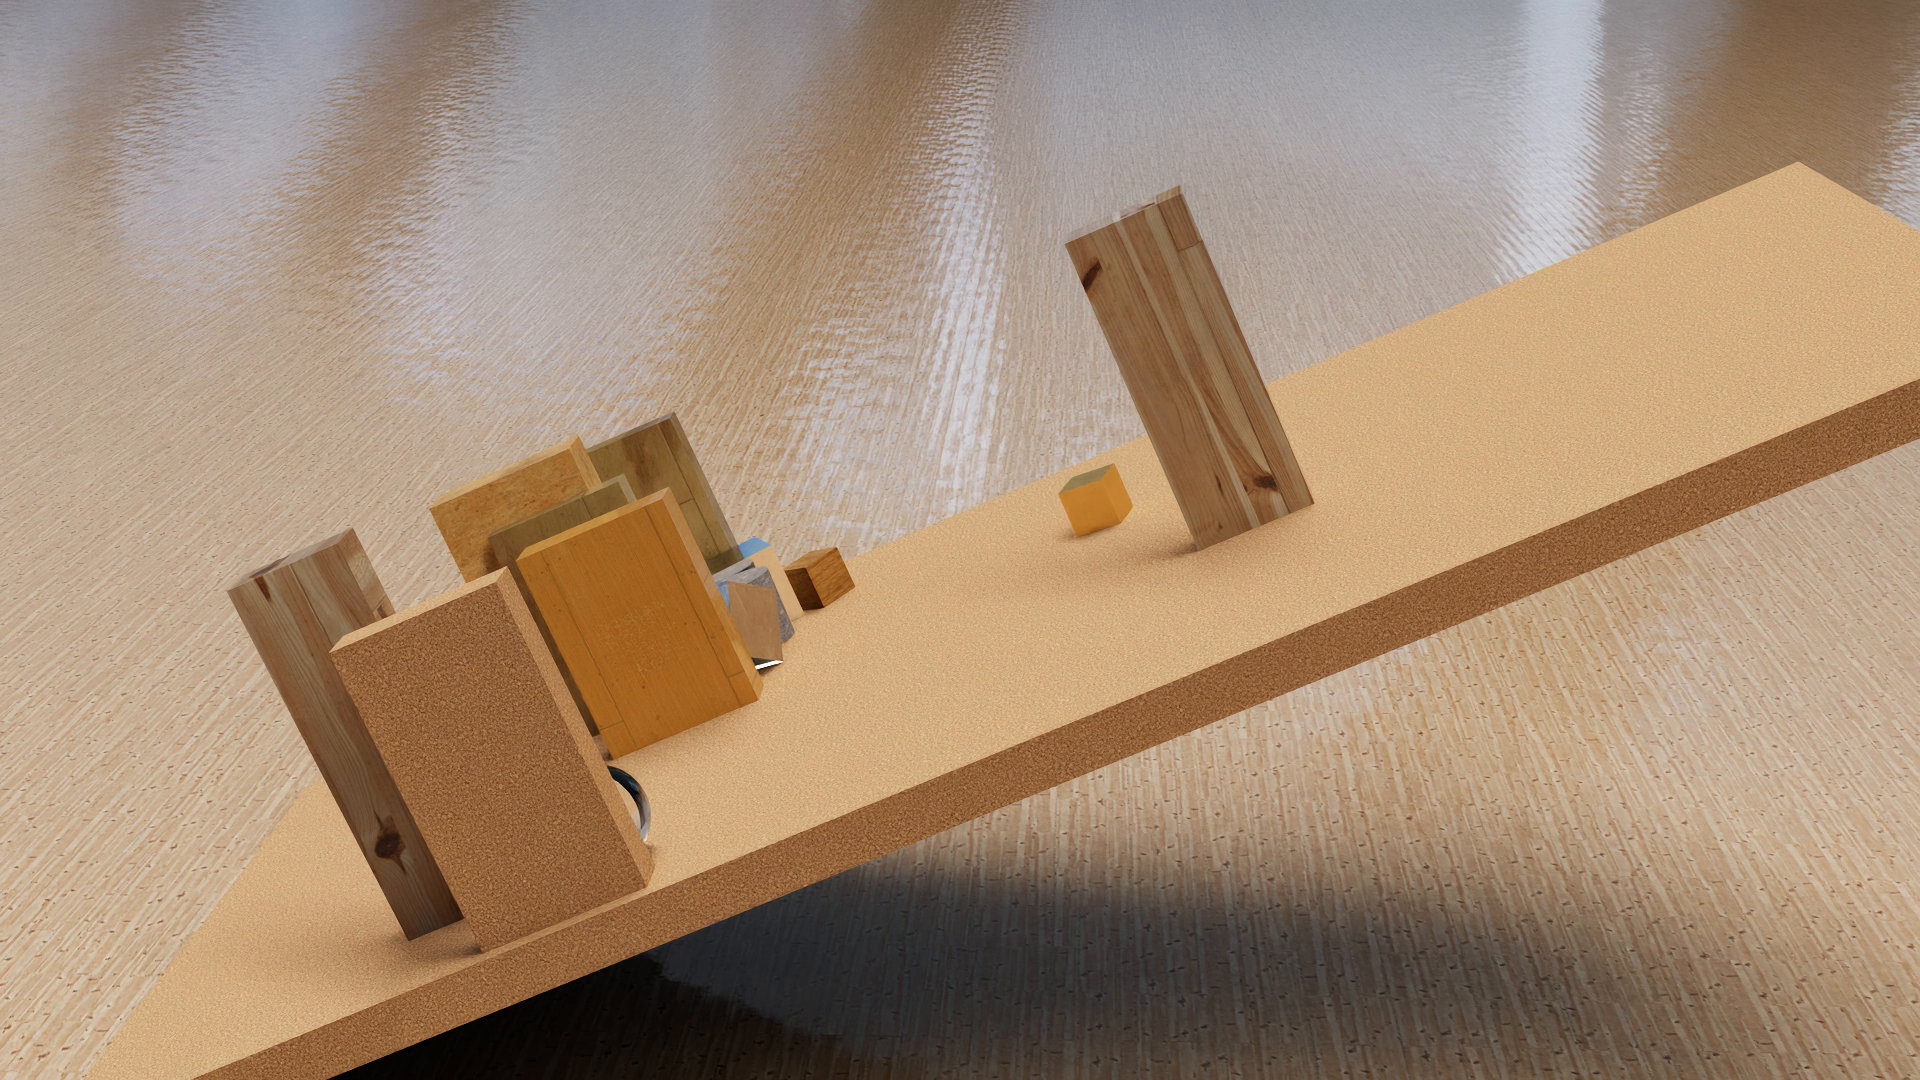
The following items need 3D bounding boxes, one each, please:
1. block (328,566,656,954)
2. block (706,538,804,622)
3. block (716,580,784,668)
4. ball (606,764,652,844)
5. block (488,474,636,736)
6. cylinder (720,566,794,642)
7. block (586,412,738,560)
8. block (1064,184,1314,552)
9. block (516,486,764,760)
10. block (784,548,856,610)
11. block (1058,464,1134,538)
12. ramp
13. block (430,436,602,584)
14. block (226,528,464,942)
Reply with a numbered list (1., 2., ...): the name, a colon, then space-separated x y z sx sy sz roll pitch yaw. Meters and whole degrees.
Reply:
1. block: -0.863 0.411 5.460 0.342 0.639 0.107 -23 13 8
2. block: -0.512 0.127 6.995 0.187 0.187 0.187 -27 13 -12
3. block: -0.525 0.201 6.614 0.169 0.169 0.169 -16 -16 33
4. ball: -0.695 0.533 5.646 0.205 0.205 0.205 0 15 0
5. block: -0.805 0.153 6.679 0.329 0.518 0.080 -23 13 8
6. cylinder: -0.490 0.169 6.822 0.163 0.163 0.163 -21 12 5
7. block: -0.733 0.002 7.118 0.335 0.536 0.080 -23 13 8
8. block: 0.466 -0.347 5.961 0.254 0.688 0.122 -23 13 8
9. block: -0.694 0.183 6.413 0.351 0.491 0.110 -23 13 8
10. block: -0.340 0.093 6.996 0.107 0.107 0.107 -34 16 -37
11. block: 0.302 -0.088 6.540 0.109 0.109 0.109 -19 14 25
12. ramp: 0.131 0.170 6.285 4.000 0.100 2.000 -23 13 8
13. block: -0.910 0.122 6.759 0.353 0.623 0.134 -23 13 8
14. block: -1.132 0.383 5.749 0.240 0.780 0.120 -23 13 8
